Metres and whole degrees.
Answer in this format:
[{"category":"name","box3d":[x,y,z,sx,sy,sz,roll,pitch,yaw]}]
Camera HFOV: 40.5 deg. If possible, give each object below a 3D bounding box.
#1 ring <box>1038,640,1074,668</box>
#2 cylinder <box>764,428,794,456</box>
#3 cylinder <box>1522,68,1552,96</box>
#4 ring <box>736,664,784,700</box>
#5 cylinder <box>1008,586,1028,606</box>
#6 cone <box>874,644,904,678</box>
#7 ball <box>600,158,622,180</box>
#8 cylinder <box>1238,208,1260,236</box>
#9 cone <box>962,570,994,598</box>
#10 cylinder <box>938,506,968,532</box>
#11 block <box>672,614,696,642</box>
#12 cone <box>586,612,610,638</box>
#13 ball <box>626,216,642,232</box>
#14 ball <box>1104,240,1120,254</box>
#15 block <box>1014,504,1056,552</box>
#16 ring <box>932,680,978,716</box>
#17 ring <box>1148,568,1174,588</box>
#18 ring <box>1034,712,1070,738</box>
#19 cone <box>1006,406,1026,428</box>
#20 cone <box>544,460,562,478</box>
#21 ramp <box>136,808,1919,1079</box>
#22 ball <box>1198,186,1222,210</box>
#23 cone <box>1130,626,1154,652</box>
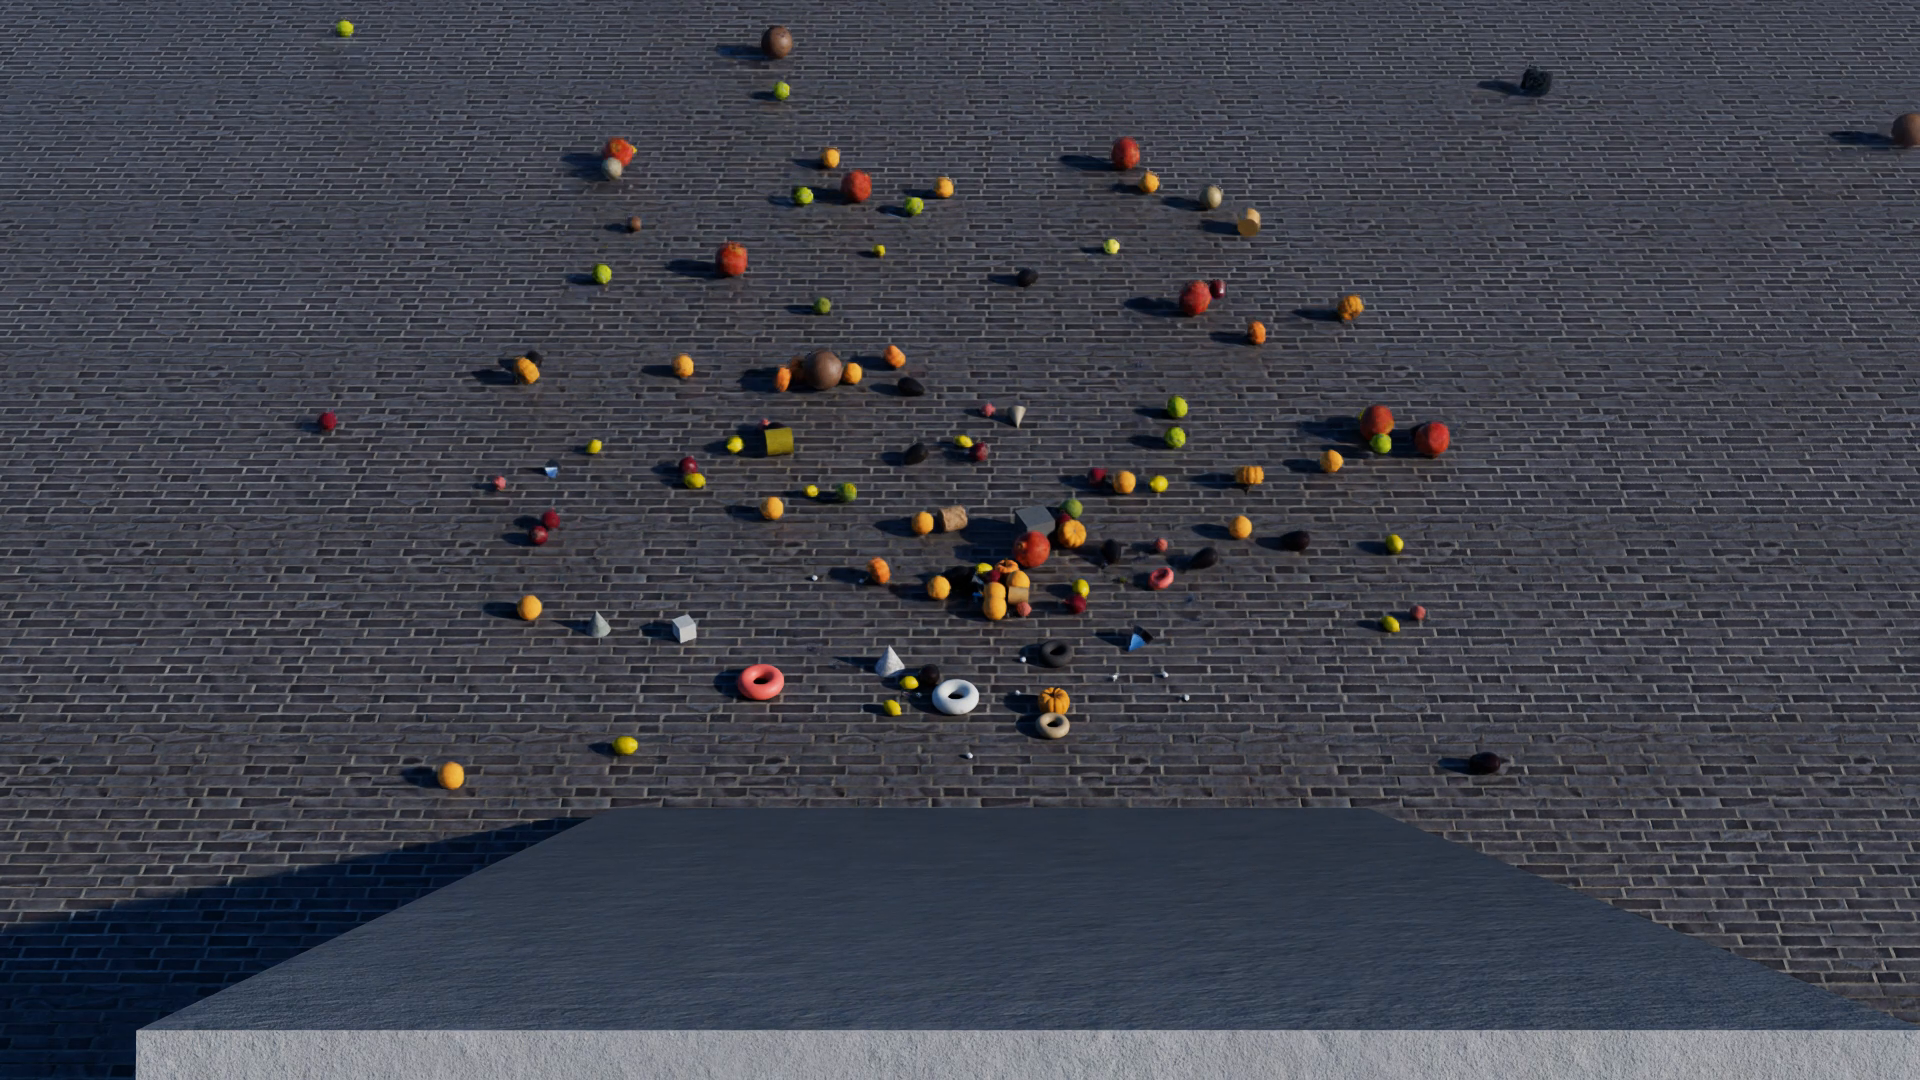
[{"category":"ring","box3d":[0.276,0.329,7.521,0.104,0.035,0.104,-1,37,1]},{"category":"cylinder","box3d":[-0.583,-0.316,8.351,0.085,0.085,0.085,-7,37,-10]},{"category":"cylinder","box3d":[2.306,-1.832,10.398,0.090,0.090,0.090,20,41,25]},{"category":"ring","box3d":[-0.569,0.405,7.410,0.135,0.045,0.135,0,38,0]},{"category":"cylinder","box3d":[0.173,0.167,7.719,0.058,0.058,0.058,4,37,5]},{"category":"cone","box3d":[-0.203,0.334,7.469,0.087,0.087,0.087,0,36,0]},{"category":"ball","box3d":[-1.316,-1.405,9.828,0.082,0.082,0.082,0,36,0]},{"category":"cylinder","box3d":[1.054,-1.160,9.501,0.077,0.077,0.077,6,39,8]},{"category":"cone","box3d":[0.066,0.149,7.759,0.090,0.090,0.090,30,39,-4]},{"category":"cylinder","box3d":[-0.023,-0.064,8.022,0.071,0.071,0.071,-11,38,-15]},{"category":"block","box3d":[-0.806,0.259,7.600,0.052,0.052,0.052,-19,41,-24]},{"category":"cone","box3d":[-1.063,0.234,7.616,0.074,0.074,0.074,0,36,0]},{"category":"ball","box3d":[-1.191,-1.157,9.513,0.058,0.058,0.058,0,36,0]},{"category":"ball","box3d":[0.546,-1.058,9.381,0.055,0.055,0.055,0,36,0]},{"category":"block","box3d":[0.229,-0.037,7.966,0.094,0.094,0.094,-14,39,-18]},{"category":"ring","box3d":[-0.013,0.444,7.356,0.134,0.045,0.134,-1,36,1]},{"category":"ring","box3d":[0.602,0.115,7.799,0.083,0.028,0.083,-19,33,13]},{"category":"ring","box3d":[0.258,0.518,7.265,0.098,0.033,0.098,1,36,-1]},{"category":"cone","box3d":[0.186,-0.395,8.504,0.065,0.065,0.065,-2,63,-3]},{"category":"cone","box3d":[-1.282,-0.229,8.283,0.058,0.058,0.058,20,14,25]},{"category":"ramp","box3d":[0.080,0.679,4.900,2.000,0.100,4.000,0,-2,0]},{"category":"ball","box3d":[0.929,-1.269,9.642,0.085,0.085,0.085,0,36,0]},{"category":"cone","box3d":[0.513,0.299,7.563,0.072,0.072,0.072,30,72,34]}]
